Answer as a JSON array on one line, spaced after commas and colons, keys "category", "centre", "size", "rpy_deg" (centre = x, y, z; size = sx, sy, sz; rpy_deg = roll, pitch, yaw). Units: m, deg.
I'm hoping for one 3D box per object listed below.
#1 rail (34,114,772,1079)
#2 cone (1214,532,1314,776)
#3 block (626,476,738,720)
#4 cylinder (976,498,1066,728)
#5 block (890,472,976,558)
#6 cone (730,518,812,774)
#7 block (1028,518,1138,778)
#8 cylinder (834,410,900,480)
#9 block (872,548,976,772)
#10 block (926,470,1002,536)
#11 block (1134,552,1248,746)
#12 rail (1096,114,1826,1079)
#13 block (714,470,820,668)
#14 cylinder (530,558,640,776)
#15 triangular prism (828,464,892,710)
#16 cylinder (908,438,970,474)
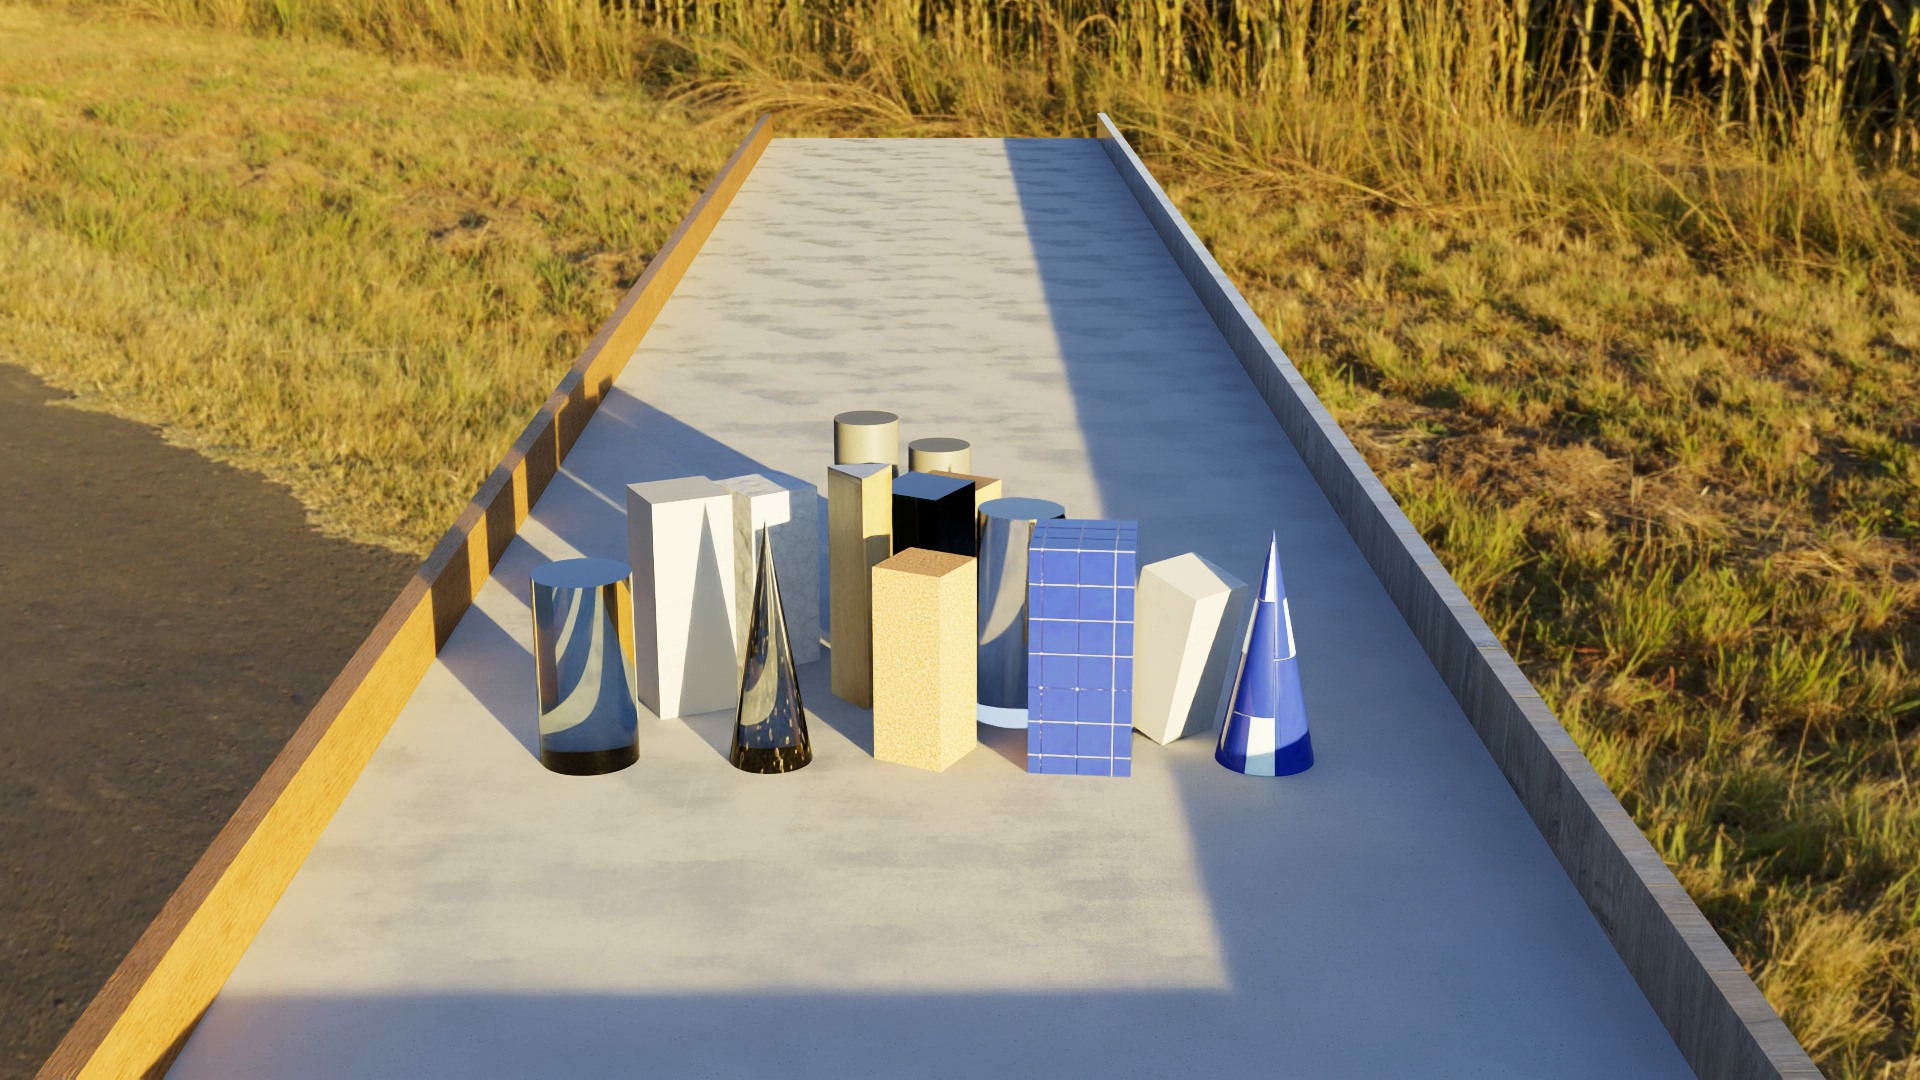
[{"category": "rail", "centre": [-1.118, -0.838, 7.780], "size": [0.050, 0.150, 12.000], "rpy_deg": [0, 17, -1]}, {"category": "cone", "centre": [0.543, 0.184, 3.861], "size": [0.177, 0.425, 0.177], "rpy_deg": [0, 17, 0]}, {"category": "block", "centre": [-0.522, 0.106, 4.138], "size": [0.153, 0.417, 0.153], "rpy_deg": [-8, 18, -25]}, {"category": "cylinder", "centre": [0.107, 0.134, 4.073], "size": [0.161, 0.397, 0.161], "rpy_deg": [2, 16, 0]}, {"category": "block", "centre": [-0.069, 0.068, 4.348], "size": [0.149, 0.367, 0.149], "rpy_deg": [10, 21, 30]}, {"category": "cone", "centre": [-0.336, 0.175, 3.856], "size": [0.148, 0.447, 0.148], "rpy_deg": [0, 17, 0]}, {"category": "block", "centre": [0.217, 0.187, 3.870], "size": [0.180, 0.414, 0.180], "rpy_deg": [2, 17, 6]}, {"category": "cylinder", "centre": [-0.196, -0.050, 4.647], "size": [0.136, 0.427, 0.136], "rpy_deg": [0, 17, 0]}, {"category": "block", "centre": [-0.062, 0.210, 3.893], "size": [0.134, 0.358, 0.134], "rpy_deg": [9, 19, 27]}, {"category": "block", "centre": [-0.025, 0.042, 4.509], "size": [0.160, 0.328, 0.160], "rpy_deg": [9, 19, 28]}, {"category": "block", "centre": [0.396, 0.197, 3.993], "size": [0.135, 0.303, 0.135], "rpy_deg": [-14, 36, -40]}, {"category": "rail", "centre": [0.932, -0.844, 7.801], "size": [0.050, 0.150, 12.000], "rpy_deg": [0, 17, -1]}, {"category": "block", "centre": [-0.385, 0.062, 4.384], "size": [0.150, 0.362, 0.150], "rpy_deg": [-12, 20, -34]}, {"category": "cylinder", "centre": [-0.659, 0.222, 3.875], "size": [0.175, 0.345, 0.175], "rpy_deg": [0, 17, 0]}, {"category": "triangular prism", "centre": [-0.170, 0.082, 4.161], "size": [0.102, 0.451, 0.118], "rpy_deg": [-12, 21, -36]}, {"category": "cylinder", "centre": [-0.046, -0.064, 4.905], "size": [0.138, 0.306, 0.138], "rpy_deg": [0, 17, 0]}]
